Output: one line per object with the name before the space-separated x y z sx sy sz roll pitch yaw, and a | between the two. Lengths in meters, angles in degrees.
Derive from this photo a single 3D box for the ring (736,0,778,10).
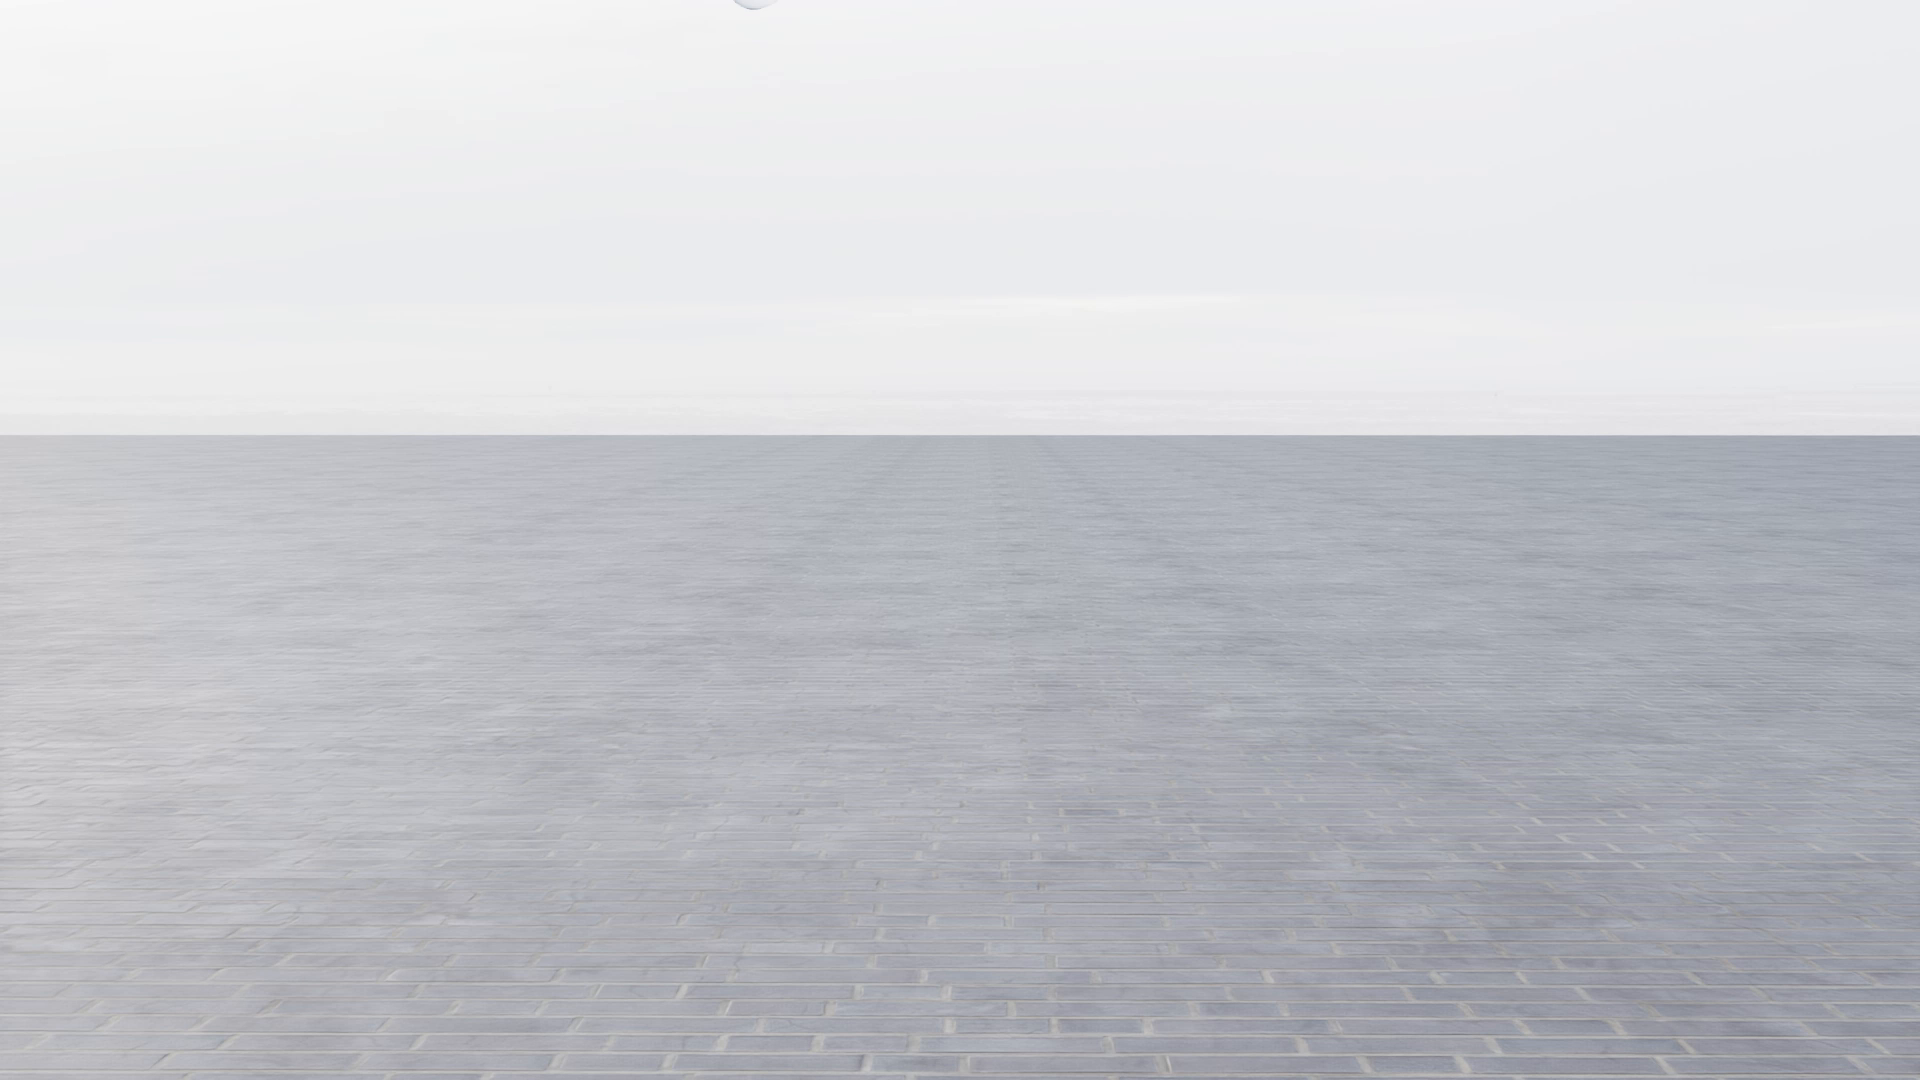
ring | -0.736 -2.188 8.284 0.294 0.121 0.468 6 -38 -23
